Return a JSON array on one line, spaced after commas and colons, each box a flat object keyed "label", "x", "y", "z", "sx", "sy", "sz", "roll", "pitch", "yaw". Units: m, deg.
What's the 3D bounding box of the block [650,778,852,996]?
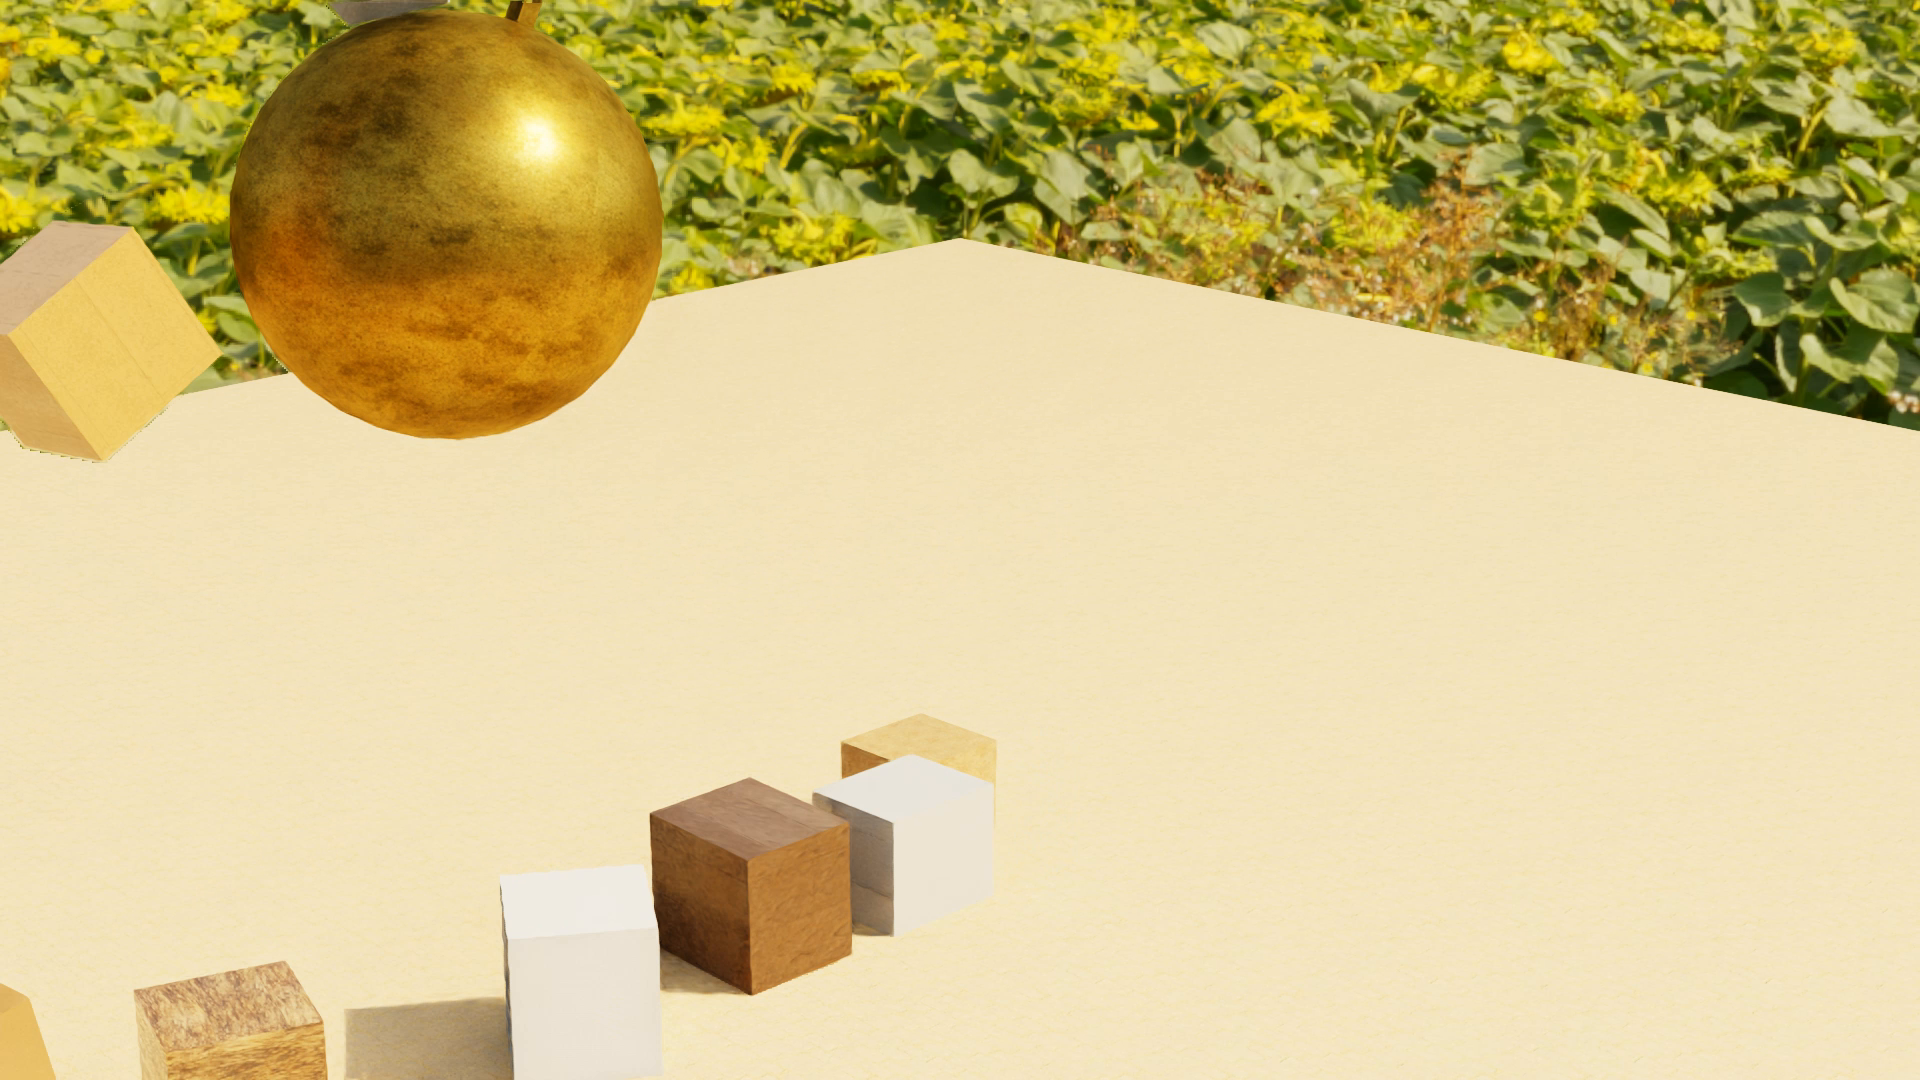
[{"label": "block", "x": -0.897, "y": 1.476, "z": 12.576, "sx": 0.555, "sy": 0.625, "sz": 0.662, "roll": -17, "pitch": 25, "yaw": -40}]

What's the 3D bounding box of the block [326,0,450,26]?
[{"label": "block", "x": -2.105, "y": -2.260, "z": 10.619, "sx": 0.540, "sy": 0.541, "sz": 0.466, "roll": -3, "pitch": 52, "yaw": 38}]

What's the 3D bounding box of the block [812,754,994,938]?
[{"label": "block", "x": -0.254, "y": 1.358, "z": 13.116, "sx": 0.518, "sy": 0.544, "sz": 0.622, "roll": 16, "pitch": 24, "yaw": 42}]

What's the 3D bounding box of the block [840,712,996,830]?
[{"label": "block", "x": -0.194, "y": 1.162, "z": 13.896, "sx": 0.511, "sy": 0.451, "sz": 0.530, "roll": 17, "pitch": 24, "yaw": 42}]

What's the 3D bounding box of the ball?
[{"label": "ball", "x": -1.912, "y": -1.173, "z": 10.969, "sx": 1.600, "sy": 1.600, "sz": 1.600, "roll": 0, "pitch": 17, "yaw": 0}]

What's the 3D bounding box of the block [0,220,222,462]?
[{"label": "block", "x": -3.017, "y": -0.688, "z": 10.026, "sx": 0.561, "sy": 0.549, "sz": 0.572, "roll": 9, "pitch": 49, "yaw": 45}]

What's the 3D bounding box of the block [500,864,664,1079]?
[{"label": "block", "x": -1.519, "y": 1.739, "z": 11.735, "sx": 0.581, "sy": 0.645, "sz": 0.614, "roll": -3, "pitch": 18, "yaw": -11}]

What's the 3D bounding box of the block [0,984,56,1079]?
[{"label": "block", "x": -3.676, "y": 2.013, "z": 10.554, "sx": 0.619, "sy": 0.707, "sz": 0.609, "roll": 13, "pitch": 31, "yaw": 42}]

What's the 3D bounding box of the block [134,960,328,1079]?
[{"label": "block", "x": -2.717, "y": 2.008, "z": 10.964, "sx": 0.574, "sy": 0.594, "sz": 0.567, "roll": -8, "pitch": 19, "yaw": -25}]

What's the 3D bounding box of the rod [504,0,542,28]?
[{"label": "rod", "x": -0.828, "y": -4.394, "z": 11.092, "sx": 0.080, "sy": 5.200, "sz": 0.080, "roll": 17, "pitch": -3, "yaw": 42}]
